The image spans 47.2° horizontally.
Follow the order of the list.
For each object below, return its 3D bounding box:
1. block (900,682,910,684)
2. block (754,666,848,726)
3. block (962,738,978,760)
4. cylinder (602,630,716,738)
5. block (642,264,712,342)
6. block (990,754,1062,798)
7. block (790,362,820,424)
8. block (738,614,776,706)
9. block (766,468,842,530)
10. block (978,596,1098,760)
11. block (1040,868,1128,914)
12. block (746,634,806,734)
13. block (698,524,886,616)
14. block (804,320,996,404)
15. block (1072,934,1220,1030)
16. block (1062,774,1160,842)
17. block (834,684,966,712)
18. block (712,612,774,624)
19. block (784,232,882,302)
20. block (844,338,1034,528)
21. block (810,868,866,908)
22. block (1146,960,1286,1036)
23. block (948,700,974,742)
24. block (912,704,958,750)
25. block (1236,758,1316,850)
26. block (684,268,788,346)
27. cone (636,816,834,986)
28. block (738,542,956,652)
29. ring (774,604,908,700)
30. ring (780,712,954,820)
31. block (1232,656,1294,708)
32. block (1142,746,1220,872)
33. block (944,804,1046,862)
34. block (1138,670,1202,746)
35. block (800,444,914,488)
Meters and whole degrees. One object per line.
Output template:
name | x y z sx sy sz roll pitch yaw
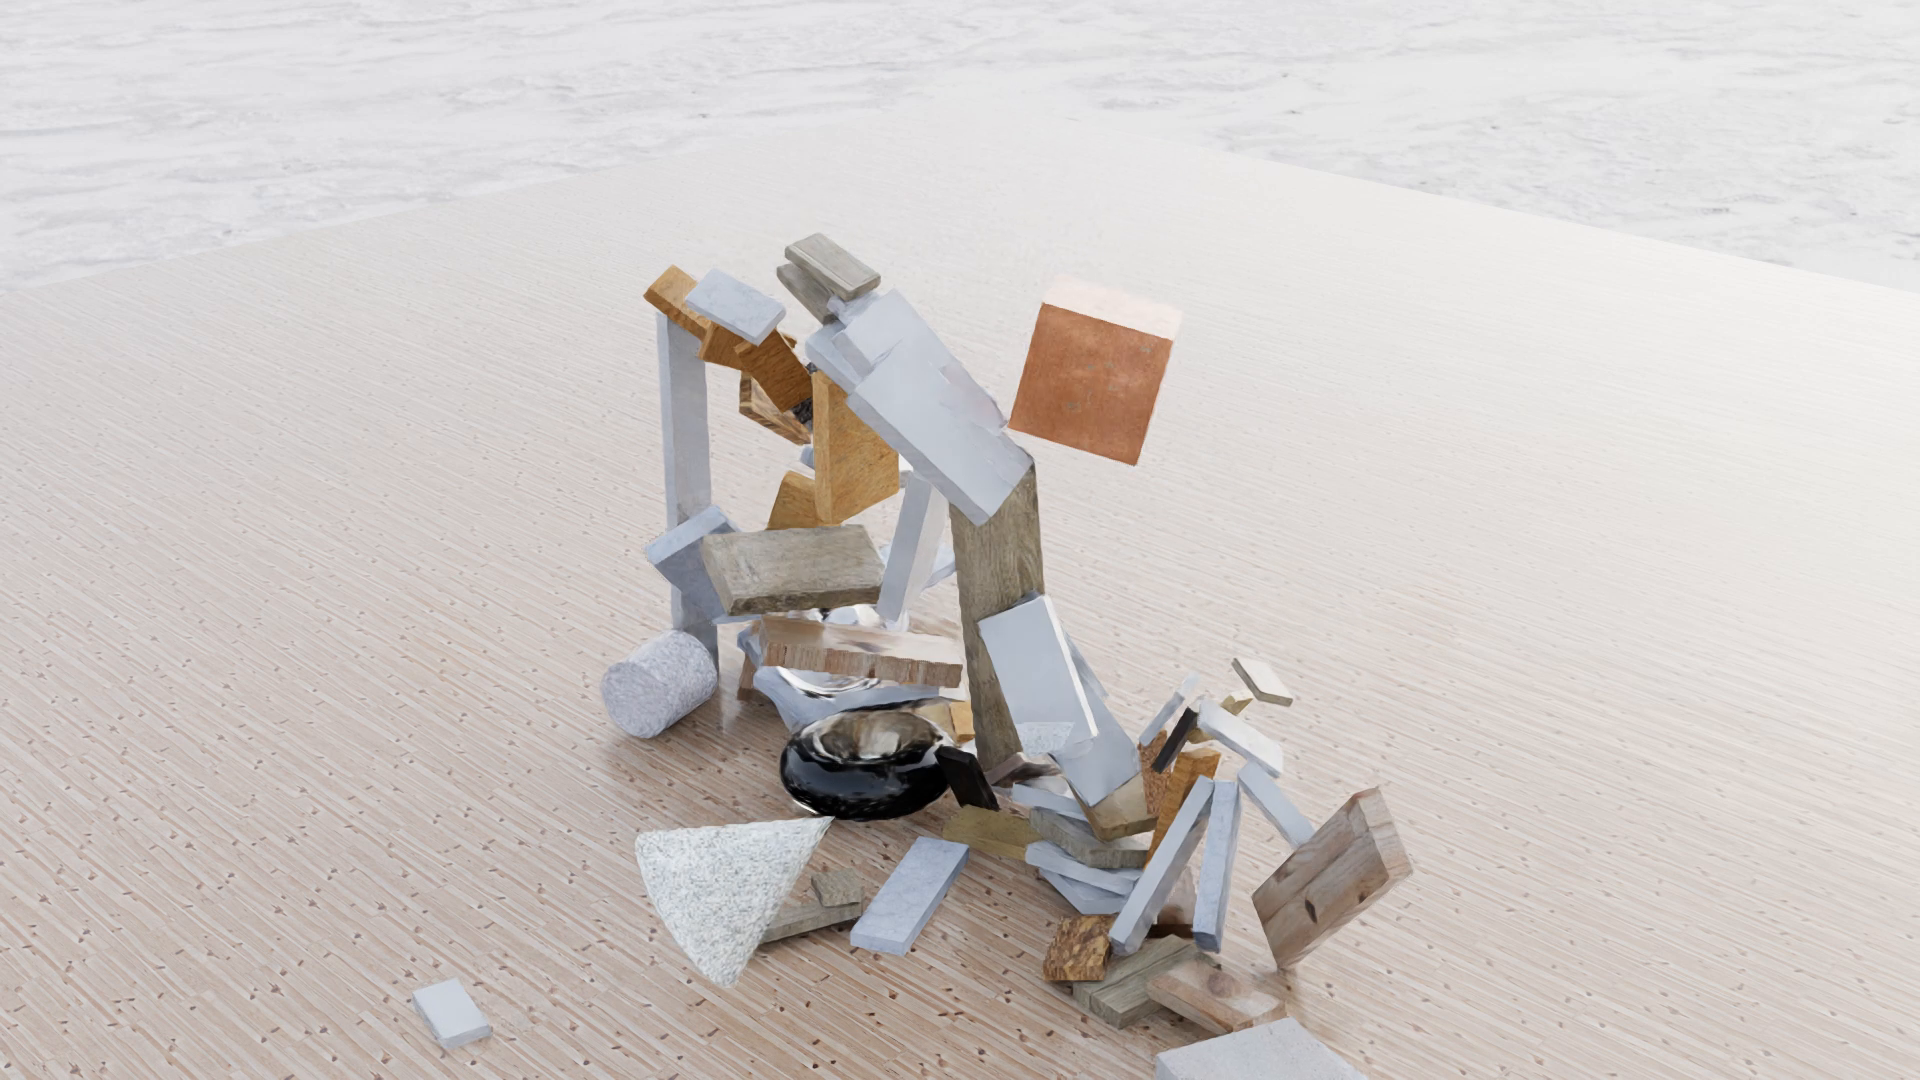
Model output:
block | -0.076 0.303 5.003 0.121 0.034 0.243 -1 23 -3
block | -0.321 0.339 4.778 0.243 0.034 0.121 35 48 27
block | 0.026 0.458 4.628 0.056 0.016 0.112 39 34 10
cylinder | -0.656 0.313 4.794 0.179 0.179 0.179 12 26 26
block | -0.547 -0.481 4.651 0.226 0.032 0.113 37 39 -2
block | 0.145 0.471 4.455 0.172 0.024 0.086 -26 -27 16
block | -0.318 -0.312 4.623 0.100 0.028 0.201 -35 26 0
block | -0.414 0.266 4.975 0.139 0.039 0.277 8 37 -1
block | -0.352 -0.015 4.866 0.148 0.297 0.042 24 45 0
block | 0.144 0.255 4.065 0.136 0.272 0.039 -22 -5 19
block | 0.238 0.649 4.139 0.103 0.029 0.206 1 13 -22
block | -0.359 0.305 4.867 0.139 0.039 0.277 -13 45 -23
block | -0.327 0.058 4.419 0.354 0.050 0.177 -4 47 -30
block | -0.115 -0.312 4.198 0.176 0.050 0.352 -37 63 -23
block | 0.330 0.778 3.883 0.243 0.034 0.122 -18 29 -36
block | 0.279 0.463 4.207 0.127 0.036 0.255 -10 41 -18
block | -0.124 0.328 4.580 0.243 0.034 0.121 -10 -13 25
block | -0.456 0.120 5.042 0.139 0.039 0.277 -7 16 19
block | -0.245 -0.526 4.230 0.176 0.025 0.088 37 48 27
block | -0.035 -0.189 3.864 0.046 0.322 0.161 -38 11 52
block | -0.229 0.651 4.127 0.081 0.023 0.162 -8 7 -10
block | 0.435 0.783 3.739 0.114 0.032 0.228 -16 18 -31
block | 0.017 0.393 4.789 0.066 0.019 0.132 -5 30 -7
block | -0.055 0.397 4.714 0.066 0.019 0.132 -9 57 -20
block | 0.596 0.515 3.880 0.040 0.140 0.280 -40 73 -3
block | -0.453 -0.473 4.444 0.189 0.027 0.095 30 67 23
cone | -0.317 0.512 3.494 0.283 0.283 0.283 -32 24 5
block | -0.256 0.143 5.232 0.149 0.042 0.613 32 44 28
ring | -0.260 0.190 4.704 0.322 0.322 0.107 14 -15 29
ring | -0.186 0.459 4.511 0.369 0.123 0.369 -2 20 1
block | 0.537 0.251 3.905 0.065 0.018 0.131 13 22 -21
block | 0.410 0.502 4.062 0.033 0.234 0.117 21 11 30
block | 0.084 0.582 4.351 0.210 0.030 0.105 11 25 24
block | 0.383 0.309 4.023 0.021 0.150 0.075 38 40 6
block | -0.207 -0.167 4.921 0.148 0.042 0.297 31 20 29
